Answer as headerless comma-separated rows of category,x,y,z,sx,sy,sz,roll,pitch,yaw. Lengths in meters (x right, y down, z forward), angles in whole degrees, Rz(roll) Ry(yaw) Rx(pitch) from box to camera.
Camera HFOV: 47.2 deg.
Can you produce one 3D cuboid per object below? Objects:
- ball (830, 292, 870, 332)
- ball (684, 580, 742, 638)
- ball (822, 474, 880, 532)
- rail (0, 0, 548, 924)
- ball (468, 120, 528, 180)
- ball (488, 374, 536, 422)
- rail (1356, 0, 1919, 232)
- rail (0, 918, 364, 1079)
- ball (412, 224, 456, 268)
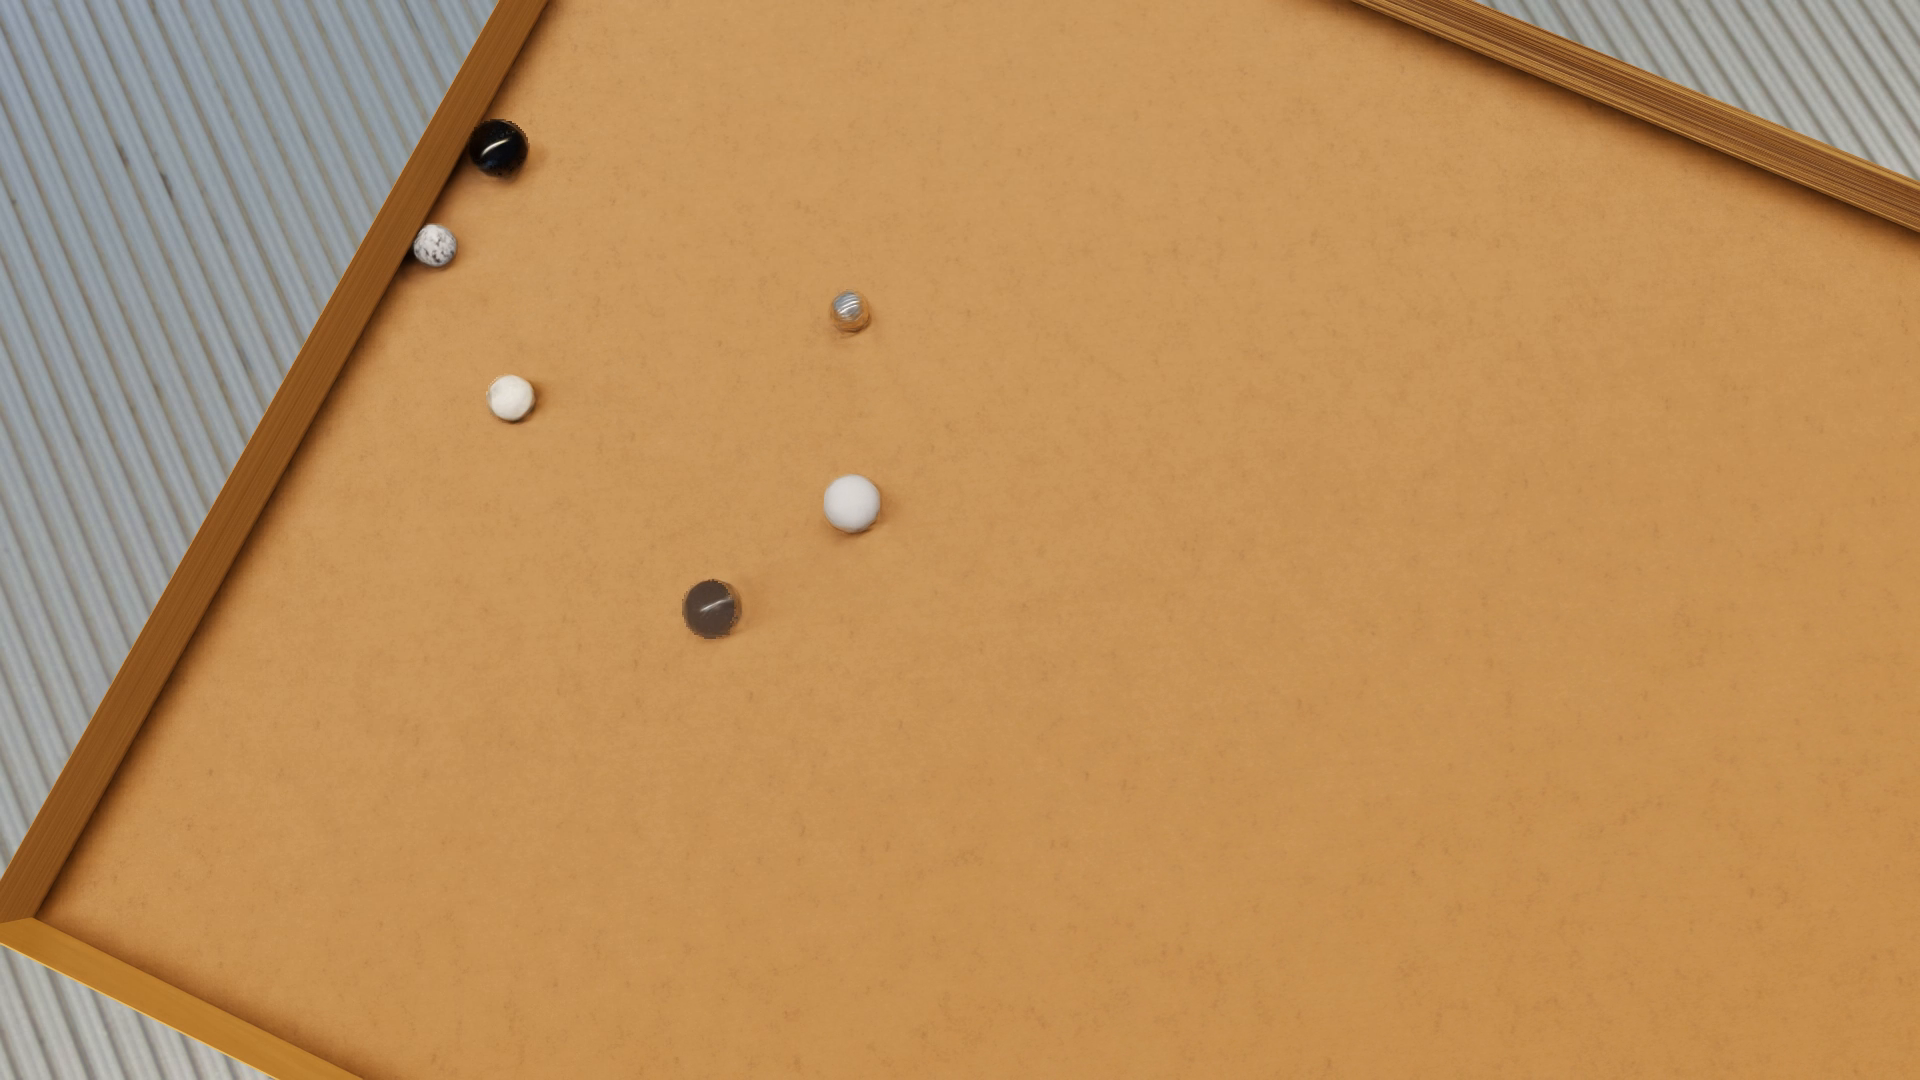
ball,-0.173,-0.358,3.440,0.062,0.062,0.062,0,75,0
ball,-0.371,0.102,3.307,0.088,0.088,0.088,0,75,0
ball,-0.165,-0.055,3.347,0.088,0.088,0.088,0,75,0
rail,-0.908,-0.410,3.423,0.045,0.119,2.245,24,77,6
ball,-0.733,-0.619,3.493,0.092,0.092,0.092,0,75,0
ball,-0.693,-0.219,3.399,0.071,0.071,0.071,0,75,0
rail,1.389,-0.557,3.462,4.094,0.119,0.045,24,77,6
rail,0.470,1.374,2.957,4.094,0.119,0.045,24,77,6
ball,-0.828,-0.463,3.465,0.067,0.067,0.067,0,75,0
